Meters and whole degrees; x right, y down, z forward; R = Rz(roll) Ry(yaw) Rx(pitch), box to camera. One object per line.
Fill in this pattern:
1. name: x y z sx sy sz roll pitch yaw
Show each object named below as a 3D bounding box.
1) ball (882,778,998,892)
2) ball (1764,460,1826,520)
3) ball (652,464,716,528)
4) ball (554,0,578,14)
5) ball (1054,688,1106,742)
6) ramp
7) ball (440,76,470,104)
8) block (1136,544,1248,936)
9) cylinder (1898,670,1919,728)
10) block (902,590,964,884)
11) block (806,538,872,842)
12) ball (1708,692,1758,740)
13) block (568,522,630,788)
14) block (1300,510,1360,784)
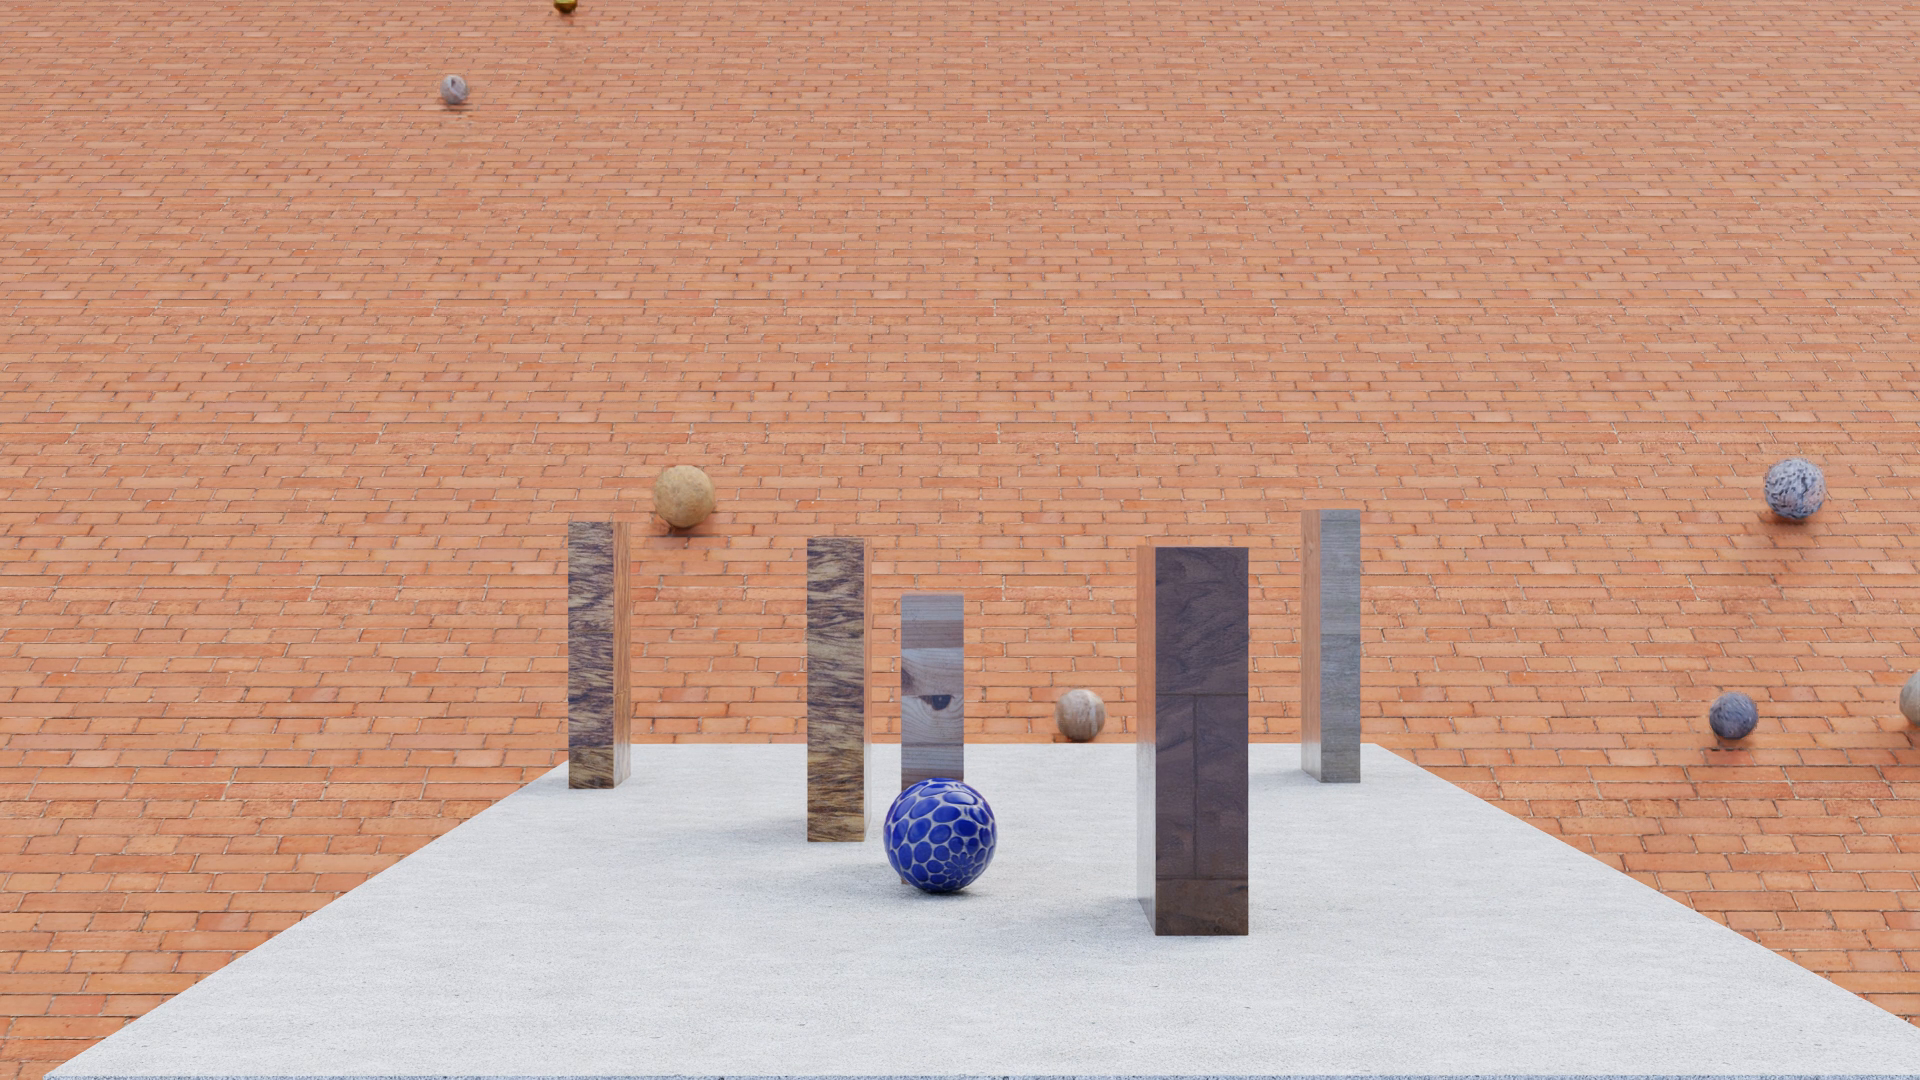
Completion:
1. ball: -0.030 0.450 3.943 0.175 0.175 0.175 0 29 0
2. ball: 2.534 -0.153 7.843 0.180 0.180 0.180 0 29 0
3. ball: -0.832 -0.132 7.797 0.189 0.189 0.189 0 29 0
4. ball: -1.864 -2.544 12.216 0.116 0.116 0.116 0 29 0
5. ball: 0.316 0.459 6.786 0.138 0.138 0.138 0 29 0
6. ramp: 0.065 0.584 4.631 2.000 0.100 4.000 0 0 0
7. ball: -2.173 -1.936 11.113 0.123 0.123 0.123 0 29 0
8. block: 0.330 0.274 3.711 0.127 0.530 0.373 0 0 0
9. cylinder: 2.586 0.440 6.792 0.162 0.162 0.162 -10 31 -18
10. block: -0.043 0.311 4.176 0.098 0.451 0.292 0 0 0
11. block: -0.220 0.264 4.774 0.101 0.537 0.408 0 0 0
12. ball: 2.030 0.463 6.793 0.122 0.122 0.122 0 29 0
13. block: -0.785 0.244 5.640 0.096 0.569 0.292 0 0 0
14. block: 0.826 0.229 5.774 0.086 0.595 0.325 0 0 0
